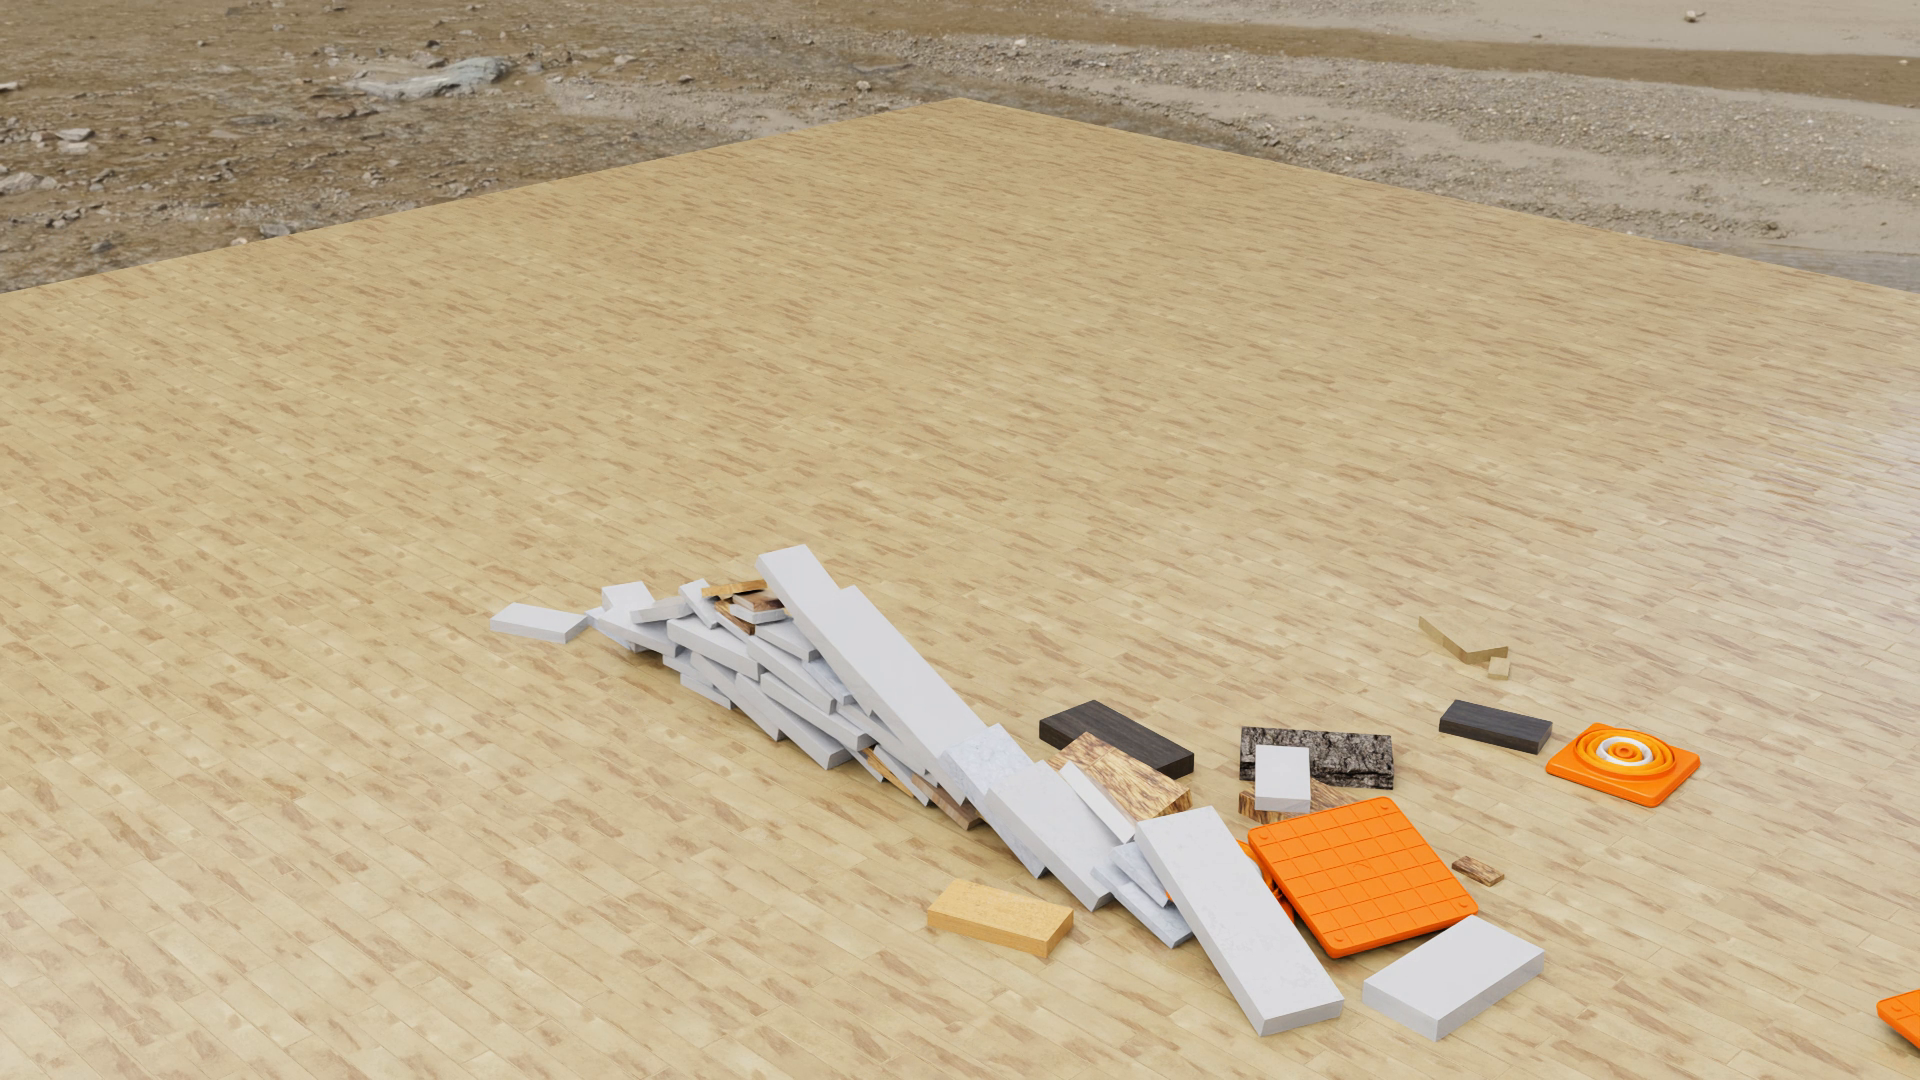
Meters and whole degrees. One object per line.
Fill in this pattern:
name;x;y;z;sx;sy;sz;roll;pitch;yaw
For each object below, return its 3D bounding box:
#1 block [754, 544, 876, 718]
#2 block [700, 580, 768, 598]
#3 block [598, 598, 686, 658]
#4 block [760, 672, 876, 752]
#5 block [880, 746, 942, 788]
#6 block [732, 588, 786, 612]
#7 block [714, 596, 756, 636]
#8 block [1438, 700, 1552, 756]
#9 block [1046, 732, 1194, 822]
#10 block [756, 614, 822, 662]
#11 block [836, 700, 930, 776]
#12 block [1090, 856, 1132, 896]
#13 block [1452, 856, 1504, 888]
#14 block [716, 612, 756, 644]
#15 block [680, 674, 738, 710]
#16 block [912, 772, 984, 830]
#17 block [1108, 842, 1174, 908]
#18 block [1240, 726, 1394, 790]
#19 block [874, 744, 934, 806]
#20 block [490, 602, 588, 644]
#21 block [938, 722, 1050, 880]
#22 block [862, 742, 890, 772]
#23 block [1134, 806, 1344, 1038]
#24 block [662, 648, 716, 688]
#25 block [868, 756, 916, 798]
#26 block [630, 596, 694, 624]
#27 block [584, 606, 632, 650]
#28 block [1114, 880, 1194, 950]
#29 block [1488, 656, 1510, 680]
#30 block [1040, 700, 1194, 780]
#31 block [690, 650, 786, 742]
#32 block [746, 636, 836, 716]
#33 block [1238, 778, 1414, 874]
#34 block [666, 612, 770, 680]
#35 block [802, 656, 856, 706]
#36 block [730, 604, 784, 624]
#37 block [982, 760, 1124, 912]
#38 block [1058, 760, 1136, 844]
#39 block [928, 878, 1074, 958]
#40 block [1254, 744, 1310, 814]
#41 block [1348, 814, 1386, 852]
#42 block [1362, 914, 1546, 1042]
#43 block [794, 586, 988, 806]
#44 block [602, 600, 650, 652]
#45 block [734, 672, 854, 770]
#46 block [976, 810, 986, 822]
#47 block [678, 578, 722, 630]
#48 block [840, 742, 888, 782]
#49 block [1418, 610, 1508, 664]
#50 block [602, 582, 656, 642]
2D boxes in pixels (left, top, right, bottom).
block;-0.261;0.185;4.617;0.121;0.034;0.456;-14;52;-37
block;-0.499;0.106;4.857;0.072;0.020;0.143;-9;0;-45
block;-0.716;0.202;5.064;0.207;0.029;0.104;20;33;19
block;-0.271;0.344;4.652;0.135;0.038;0.308;-21;37;-40
block;-0.074;0.441;4.497;0.083;0.024;0.166;-21;41;-41
block;-0.438;0.131;4.781;0.072;0.020;0.143;-9;11;-23
block;-0.474;0.164;4.831;0.065;0.018;0.130;-19;38;-37
block;1.161;0.405;4.767;0.217;0.031;0.108;13;26;27
block;0.308;0.504;4.461;0.154;0.044;0.309;-34;37;-26
block;-0.348;0.208;4.684;0.170;0.024;0.085;24;31;39
block;-0.115;0.380;4.530;0.135;0.038;0.270;-21;41;-41
block;0.323;0.651;4.121;0.148;0.021;0.074;41;42;22
block;0.998;0.638;4.240;0.045;0.013;0.090;-19;29;-37
block;-0.473;0.187;4.827;0.065;0.018;0.130;-19;38;-37
block;-0.539;0.328;4.956;0.089;0.025;0.178;-21;31;-40
block;-0.011;0.516;4.452;0.083;0.024;0.167;-21;48;-41
block;0.352;0.623;4.098;0.148;0.021;0.074;41;27;30
block;0.748;0.458;4.625;0.315;0.045;0.157;3;23;7
block;-0.092;0.470;4.522;0.083;0.024;0.167;-22;55;-41
block;-1.006;0.199;5.255;0.207;0.029;0.104;9;25;20
block;0.112;0.509;4.317;0.154;0.044;0.309;-22;61;-41
block;-0.167;0.430;4.586;0.133;0.019;0.067;35;39;31
block;0.494;0.675;3.953;0.158;0.045;0.500;-9;39;-21
block;-0.584;0.284;4.995;0.178;0.025;0.089;21;31;40
block;-0.122;0.480;4.561;0.133;0.019;0.067;34;39;29
block;-0.652;0.153;4.996;0.103;0.029;0.207;-22;8;-39
block;-0.800;0.202;5.247;0.100;0.028;0.201;-18;29;-36
block;0.364;0.685;4.057;0.074;0.021;0.148;-21;50;-41
block;1.238;0.295;5.049;0.045;0.013;0.091;7;24;16
block;0.330;0.437;4.673;0.157;0.045;0.315;-17;28;-35
block;-0.438;0.314;4.849;0.154;0.044;0.308;-21;46;-39
block;-0.315;0.269;4.680;0.135;0.038;0.270;-21;42;-40
block;0.728;0.557;4.391;0.158;0.045;0.316;-19;30;-38
block;-0.489;0.220;4.856;0.308;0.044;0.154;20;31;40
block;-0.251;0.285;4.597;0.085;0.024;0.171;-13;33;-32
block;-0.440;0.155;4.760;0.072;0.020;0.143;-9;11;-25
block;0.205;0.564;4.220;0.154;0.044;0.309;-22;55;-41
block;0.297;0.532;4.280;0.121;0.034;0.242;40;3;-43
block;0.075;0.698;4.071;0.242;0.034;0.121;11;25;24
block;0.654;0.484;4.466;0.108;0.031;0.217;3;23;7
block;0.791;0.567;4.273;0.045;0.013;0.090;23;34;20
block;0.874;0.771;3.887;0.316;0.045;0.158;-19;30;-38
block;-0.111;0.310;4.484;0.157;0.045;0.539;-22;59;-41
block;-0.759;0.191;5.185;0.100;0.028;0.201;-11;36;-28
block;-0.327;0.364;4.735;0.154;0.044;0.308;-22;48;-41
block;0.091;0.560;4.386;0.113;0.016;0.056;34;38;32
block;-0.564;0.142;4.896;0.065;0.018;0.130;-19;53;-38
block;-0.184;0.449;4.617;0.067;0.019;0.133;-22;53;-42
block;1.185;0.227;5.186;0.108;0.031;0.217;-8;24;-17
block;-0.761;0.168;5.167;0.100;0.028;0.201;-9;35;-26
